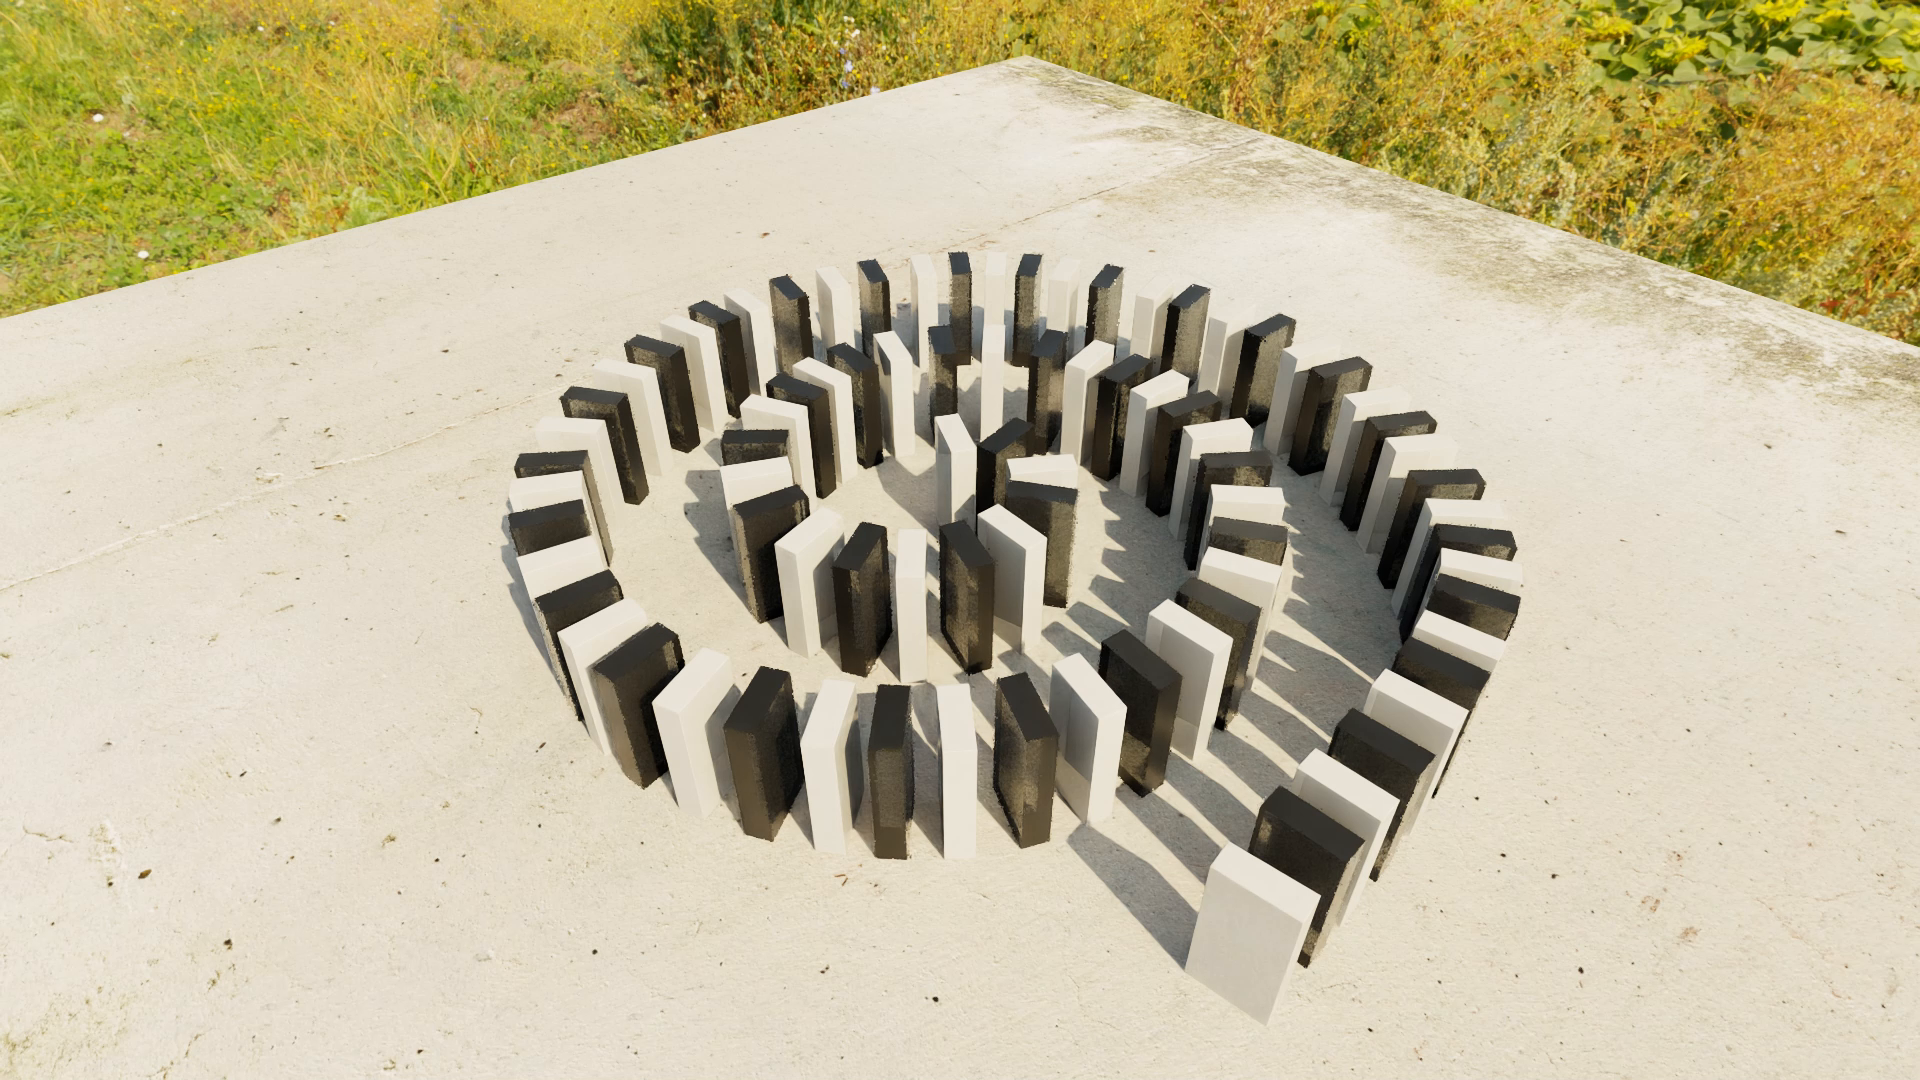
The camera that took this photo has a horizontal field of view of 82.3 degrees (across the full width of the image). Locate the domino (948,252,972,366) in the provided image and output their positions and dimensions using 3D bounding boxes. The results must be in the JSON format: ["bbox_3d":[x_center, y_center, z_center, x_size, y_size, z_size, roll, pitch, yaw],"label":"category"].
[{"bbox_3d":[0.000,-0.116,0.553,0.010,0.050,0.025,-3,39,-3],"label":"domino"}]

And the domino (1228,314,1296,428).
[{"bbox_3d":[0.138,-0.076,0.504,0.025,0.050,0.009,-28,47,-30],"label":"domino"}]

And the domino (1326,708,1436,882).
[{"bbox_3d":[0.118,0.075,0.320,0.025,0.050,0.010,31,49,32],"label":"domino"}]

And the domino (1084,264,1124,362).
[{"bbox_3d":[0.070,-0.107,0.542,0.009,0.050,0.025,16,42,18],"label":"domino"}]

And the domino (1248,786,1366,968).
[{"bbox_3d":[0.091,0.092,0.299,0.025,0.050,0.009,32,49,33],"label":"domino"}]

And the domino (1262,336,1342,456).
[{"bbox_3d":[0.152,-0.064,0.489,0.025,0.050,0.010,-20,43,-22],"label":"domino"}]

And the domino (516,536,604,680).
[{"bbox_3d":[-0.134,0.024,0.382,0.025,0.050,0.010,-19,43,-22],"label":"domino"}]

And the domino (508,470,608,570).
[{"bbox_3d":[-0.150,-0.001,0.413,0.025,0.050,0.010,-8,40,-10],"label":"domino"}]

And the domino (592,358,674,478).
[{"bbox_3d":[-0.141,-0.052,0.476,0.025,0.050,0.010,14,41,16],"label":"domino"}]

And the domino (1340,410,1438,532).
[{"bbox_3d":[0.173,-0.027,0.445,0.025,0.050,0.010,-8,40,-9],"label":"domino"}]

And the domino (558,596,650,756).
[{"bbox_3d":[-0.111,0.045,0.357,0.025,0.050,0.010,-30,48,-31],"label":"domino"}]

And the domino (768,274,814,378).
[{"bbox_3d":[-0.081,-0.099,0.533,0.009,0.050,0.025,-20,43,-23],"label":"domino"}]

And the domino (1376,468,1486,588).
[{"bbox_3d":[0.177,-0.004,0.416,0.025,0.050,0.010,-1,39,-2],"label":"domino"}]

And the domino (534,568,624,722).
[{"bbox_3d":[-0.122,0.036,0.368,0.025,0.050,0.010,-24,45,-27],"label":"domino"}]

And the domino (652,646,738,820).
[{"bbox_3d":[-0.079,0.060,0.338,0.010,0.050,0.025,17,42,19],"label":"domino"}]

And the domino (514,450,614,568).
[{"bbox_3d":[-0.152,-0.011,0.425,0.025,0.050,0.009,-3,39,-4],"label":"domino"}]

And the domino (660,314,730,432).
[{"bbox_3d":[-0.122,-0.076,0.504,0.025,0.050,0.009,24,45,26],"label":"domino"}]

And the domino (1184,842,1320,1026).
[{"bbox_3d":[0.075,0.103,0.286,0.025,0.050,0.010,27,46,29],"label":"domino"}]

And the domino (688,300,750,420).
[{"bbox_3d":[-0.112,-0.084,0.514,0.025,0.050,0.009,30,48,31],"label":"domino"}]

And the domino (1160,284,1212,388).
[{"bbox_3d":[0.107,-0.094,0.526,0.009,0.050,0.025,24,45,26],"label":"domino"}]

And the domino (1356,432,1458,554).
[{"bbox_3d":[0.175,-0.018,0.433,0.025,0.050,0.009,-5,40,-6],"label":"domino"}]

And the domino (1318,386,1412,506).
[{"bbox_3d":[0.168,-0.039,0.459,0.025,0.050,0.010,-11,41,-13],"label":"domino"}]

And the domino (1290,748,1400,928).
[{"bbox_3d":[0.103,0.084,0.309,0.025,0.050,0.010,32,49,33],"label":"domino"}]

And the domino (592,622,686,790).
[{"bbox_3d":[-0.098,0.053,0.347,0.009,0.050,0.025,26,46,28],"label":"domino"}]

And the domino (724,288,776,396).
[{"bbox_3d":[-0.099,-0.092,0.523,0.009,0.050,0.025,-27,46,-29],"label":"domino"}]

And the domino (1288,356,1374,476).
[{"bbox_3d":[0.160,-0.053,0.476,0.025,0.050,0.009,-15,42,-18],"label":"domino"}]

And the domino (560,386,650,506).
[{"bbox_3d":[-0.148,-0.039,0.459,0.025,0.050,0.009,9,40,11],"label":"domino"}]

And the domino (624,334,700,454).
[{"bbox_3d":[-0.132,-0.065,0.490,0.025,0.050,0.009,18,43,21],"label":"domino"}]

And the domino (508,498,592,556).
[{"bbox_3d":[-0.144,0.010,0.399,0.025,0.050,0.009,-13,41,-16],"label":"domino"}]

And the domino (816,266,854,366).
[{"bbox_3d":[-0.061,-0.106,0.541,0.009,0.050,0.025,-15,42,-18],"label":"domino"}]

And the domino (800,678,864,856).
[{"bbox_3d":[-0.037,0.068,0.328,0.009,0.050,0.025,6,40,7],"label":"domino"}]

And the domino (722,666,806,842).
[{"bbox_3d":[-0.058,0.065,0.332,0.009,0.050,0.025,11,41,13],"label":"domino"}]

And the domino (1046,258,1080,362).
[{"bbox_3d":[0.051,-0.112,0.548,0.009,0.050,0.025,12,41,14],"label":"domino"}]

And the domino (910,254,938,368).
[{"bbox_3d":[-0.018,-0.114,0.551,0.010,0.050,0.025,-7,40,-8],"label":"domino"}]

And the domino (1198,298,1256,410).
[{"bbox_3d":[0.124,-0.085,0.516,0.009,0.050,0.025,29,48,31],"label":"domino"}]

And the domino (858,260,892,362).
[{"bbox_3d":[-0.042,-0.110,0.546,0.009,0.050,0.025,-12,41,-14],"label":"domino"}]

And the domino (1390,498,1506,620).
[{"bbox_3d":[0.177,0.008,0.402,0.025,0.050,0.009,2,39,3],"label":"domino"}]

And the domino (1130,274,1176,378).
[{"bbox_3d":[0.092,-0.100,0.533,0.009,0.050,0.025,20,44,23],"label":"domino"}]

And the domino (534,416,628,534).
[{"bbox_3d":[-0.152,-0.025,0.442,0.025,0.050,0.009,4,40,5],"label":"domino"}]

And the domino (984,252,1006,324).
[{"bbox_3d":[0.018,-0.116,0.553,0.009,0.050,0.025,2,39,3],"label":"domino"}]

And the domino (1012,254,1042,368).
[{"bbox_3d":[0.034,-0.115,0.551,0.009,0.050,0.025,8,40,9],"label":"domino"}]
